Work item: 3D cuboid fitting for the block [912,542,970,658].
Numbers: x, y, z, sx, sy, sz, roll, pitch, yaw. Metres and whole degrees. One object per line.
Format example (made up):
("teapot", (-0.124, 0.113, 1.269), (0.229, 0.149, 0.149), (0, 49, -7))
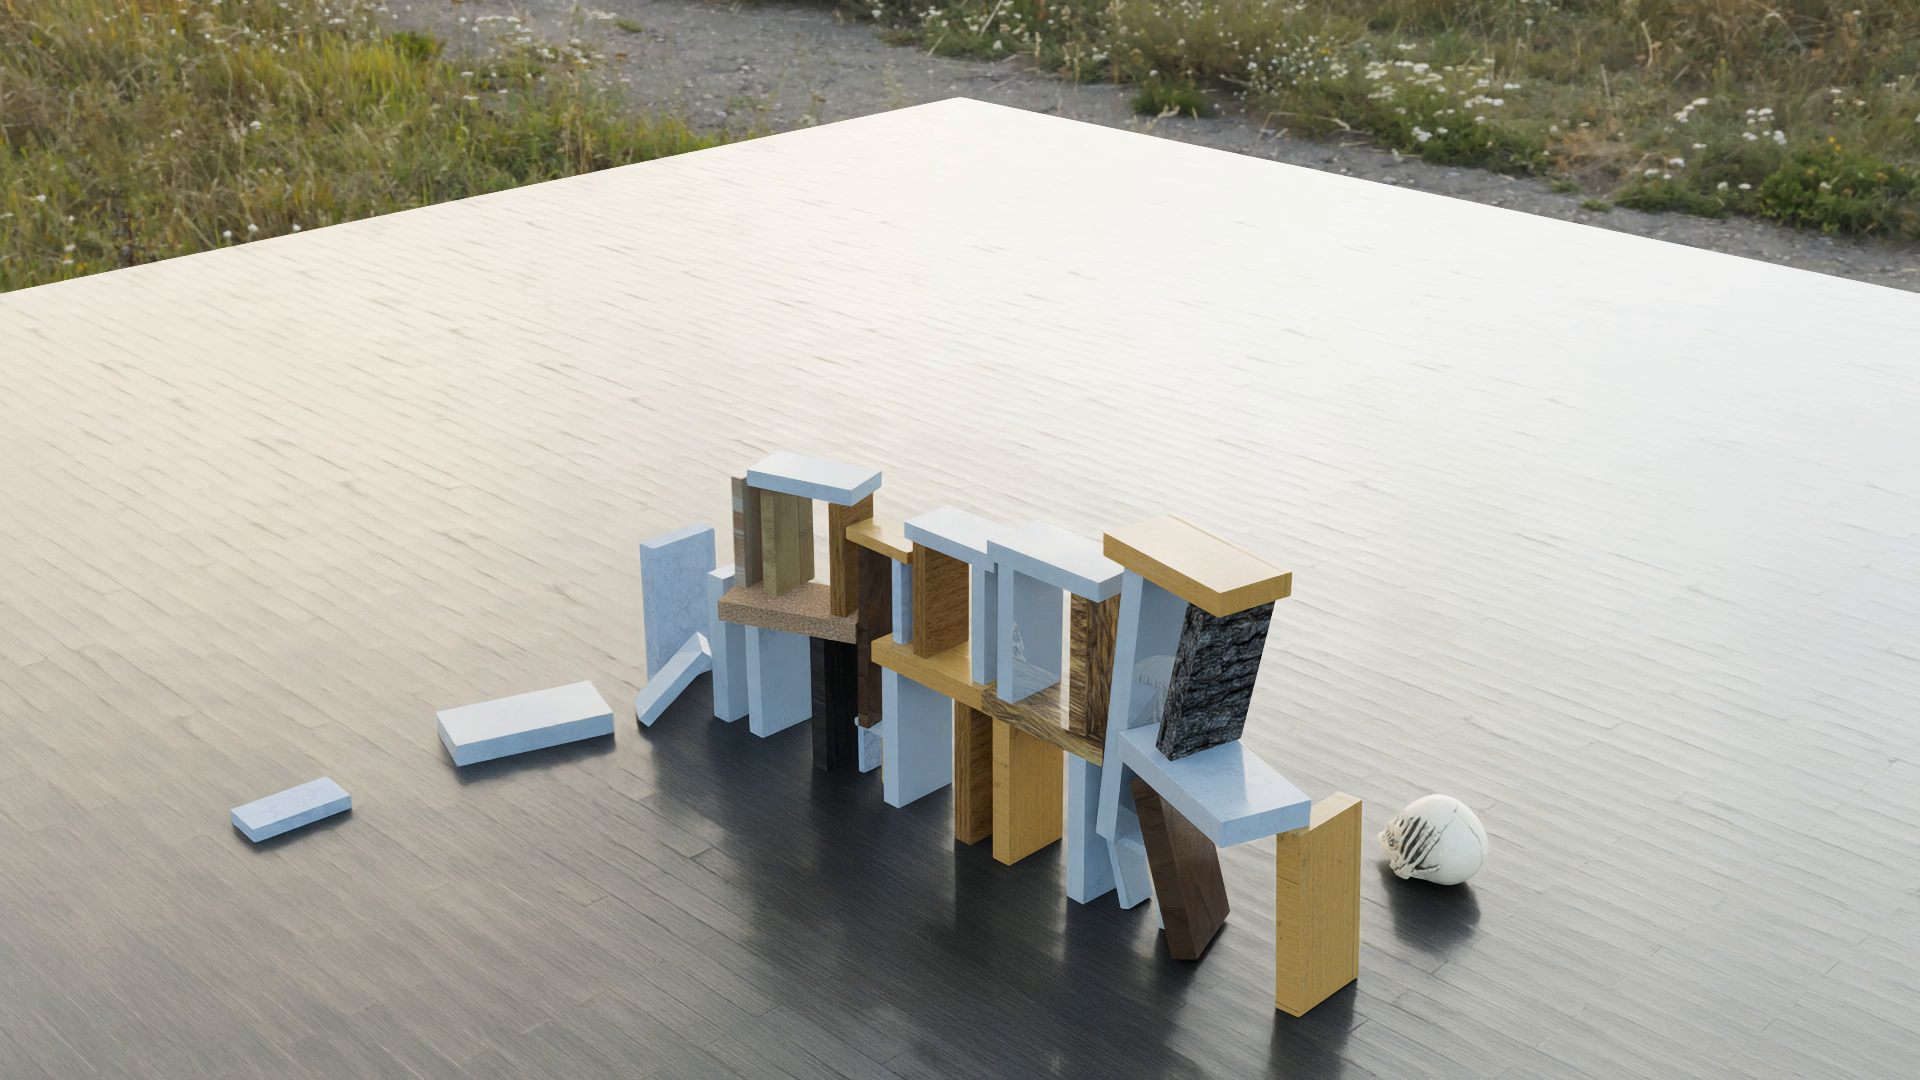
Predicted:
("block", (-0.037, 0.101, 4.314), (0.034, 0.241, 0.121), (21, 31, 41))

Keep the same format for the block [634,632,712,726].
("block", (-0.630, 0.304, 4.827), (0.030, 0.209, 0.104), (40, 8, -25))

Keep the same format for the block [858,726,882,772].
("block", (-0.188, 0.431, 4.611), (0.015, 0.105, 0.053), (21, 31, 41))

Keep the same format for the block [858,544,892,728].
("block", (-0.170, 0.184, 4.492), (0.026, 0.411, 0.090), (17, 28, 32))

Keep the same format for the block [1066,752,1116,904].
("block", (0.273, 0.519, 4.145), (0.153, 0.307, 0.043), (-19, 29, -38))

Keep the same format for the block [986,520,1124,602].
("block", (0.196, 0.036, 4.021), (0.275, 0.039, 0.138), (21, 31, 40))

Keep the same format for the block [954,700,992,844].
("block", (0.059, 0.434, 4.344), (0.044, 0.308, 0.154), (21, 31, 41))

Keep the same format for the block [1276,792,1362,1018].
("block", (0.623, 0.632, 3.818), (0.050, 0.352, 0.176), (17, 28, 42))

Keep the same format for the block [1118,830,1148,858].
("block", (0.334, 0.549, 4.081), (0.070, 0.020, 0.140), (-19, 28, -37))

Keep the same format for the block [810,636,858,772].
("block", (-0.239, 0.315, 4.620), (0.044, 0.311, 0.156), (21, 31, 40))

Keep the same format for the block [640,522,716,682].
("block", (-0.631, 0.148, 4.970), (0.172, 0.345, 0.049), (-21, 31, -40))

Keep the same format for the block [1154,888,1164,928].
("block", (0.391, 0.641, 4.067), (0.070, 0.140, 0.020), (-21, 21, -41))

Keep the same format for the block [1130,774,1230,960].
("block", (0.402, 0.560, 3.988), (0.050, 0.352, 0.176), (-5, 18, 30))

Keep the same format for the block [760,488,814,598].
("block", (-0.358, -0.017, 4.576), (0.035, 0.246, 0.123), (16, 28, 33))

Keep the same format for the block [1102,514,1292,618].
("block", (0.404, 0.040, 3.768), (0.158, 0.045, 0.315), (-15, 27, -31))

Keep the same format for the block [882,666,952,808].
("block", (-0.086, 0.377, 4.478), (0.044, 0.308, 0.154), (21, 31, 41))

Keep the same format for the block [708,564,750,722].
("block", (-0.464, 0.211, 4.822), (0.049, 0.345, 0.172), (20, 30, 39))

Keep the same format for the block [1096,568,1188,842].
("block", (0.340, 0.279, 3.979), (0.158, 0.556, 0.045), (-21, 36, -40))

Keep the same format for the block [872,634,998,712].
("block", (-0.013, 0.244, 4.343), (0.308, 0.044, 0.154), (21, 31, 41))

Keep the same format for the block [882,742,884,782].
("block", (-0.138, 0.450, 4.565), (0.015, 0.105, 0.053), (21, 31, 41))

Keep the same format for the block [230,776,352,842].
("block", (-1.351, 0.543, 4.443), (0.209, 0.030, 0.104), (-19, 30, -38))

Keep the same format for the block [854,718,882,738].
("block", (-0.163, 0.385, 4.565), (0.105, 0.015, 0.053), (21, 31, 40))

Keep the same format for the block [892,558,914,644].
("block", (-0.093, 0.110, 4.372), (0.090, 0.180, 0.025), (-21, 31, -41))

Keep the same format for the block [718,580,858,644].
("block", (-0.329, 0.140, 4.576), (0.311, 0.044, 0.156), (9, 25, 20))

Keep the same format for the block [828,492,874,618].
("block", (-0.221, 0.021, 4.487), (0.035, 0.246, 0.123), (11, 25, 24))

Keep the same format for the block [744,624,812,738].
("block", (-0.386, 0.257, 4.756), (0.156, 0.311, 0.044), (-21, 30, -40))

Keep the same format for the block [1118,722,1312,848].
("block", (0.437, 0.413, 3.821), (0.176, 0.050, 0.352), (-11, 25, -23))

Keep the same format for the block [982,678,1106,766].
("block", (0.204, 0.330, 4.141), (0.307, 0.043, 0.153), (21, 31, 41))

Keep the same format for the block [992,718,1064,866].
("block", (0.133, 0.464, 4.275), (0.043, 0.307, 0.153), (21, 31, 41))

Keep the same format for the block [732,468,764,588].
("block", (-0.429, -0.032, 4.609), (0.030, 0.247, 0.104), (17, 28, 33))

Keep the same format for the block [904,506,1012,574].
("block", (0.020, -0.003, 4.207), (0.241, 0.034, 0.121), (21, 31, 41))

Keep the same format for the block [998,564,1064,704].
("block", (0.133, 0.157, 4.140), (0.039, 0.275, 0.138), (21, 31, 41))

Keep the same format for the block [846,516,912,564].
("block", (-0.133, -0.001, 4.370), (0.090, 0.026, 0.180), (-21, 31, -40))

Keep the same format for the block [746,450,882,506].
("block", (-0.296, -0.126, 4.474), (0.246, 0.035, 0.123), (12, 26, 25))

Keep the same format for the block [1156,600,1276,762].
("block", (0.440, 0.228, 3.788), (0.157, 0.315, 0.045), (-14, 40, -30))

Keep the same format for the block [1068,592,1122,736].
("block", (0.261, 0.207, 4.021), (0.039, 0.275, 0.138), (21, 30, 41))

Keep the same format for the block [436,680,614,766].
("block", (-0.942, 0.395, 4.767), (0.345, 0.049, 0.172), (-11, 25, -24))

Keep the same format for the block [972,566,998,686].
("block", (0.077, 0.146, 4.209), (0.121, 0.241, 0.034), (-21, 31, -41))

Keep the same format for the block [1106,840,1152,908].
("block", (0.319, 0.614, 4.134), (0.070, 0.140, 0.020), (-21, 13, -41))
